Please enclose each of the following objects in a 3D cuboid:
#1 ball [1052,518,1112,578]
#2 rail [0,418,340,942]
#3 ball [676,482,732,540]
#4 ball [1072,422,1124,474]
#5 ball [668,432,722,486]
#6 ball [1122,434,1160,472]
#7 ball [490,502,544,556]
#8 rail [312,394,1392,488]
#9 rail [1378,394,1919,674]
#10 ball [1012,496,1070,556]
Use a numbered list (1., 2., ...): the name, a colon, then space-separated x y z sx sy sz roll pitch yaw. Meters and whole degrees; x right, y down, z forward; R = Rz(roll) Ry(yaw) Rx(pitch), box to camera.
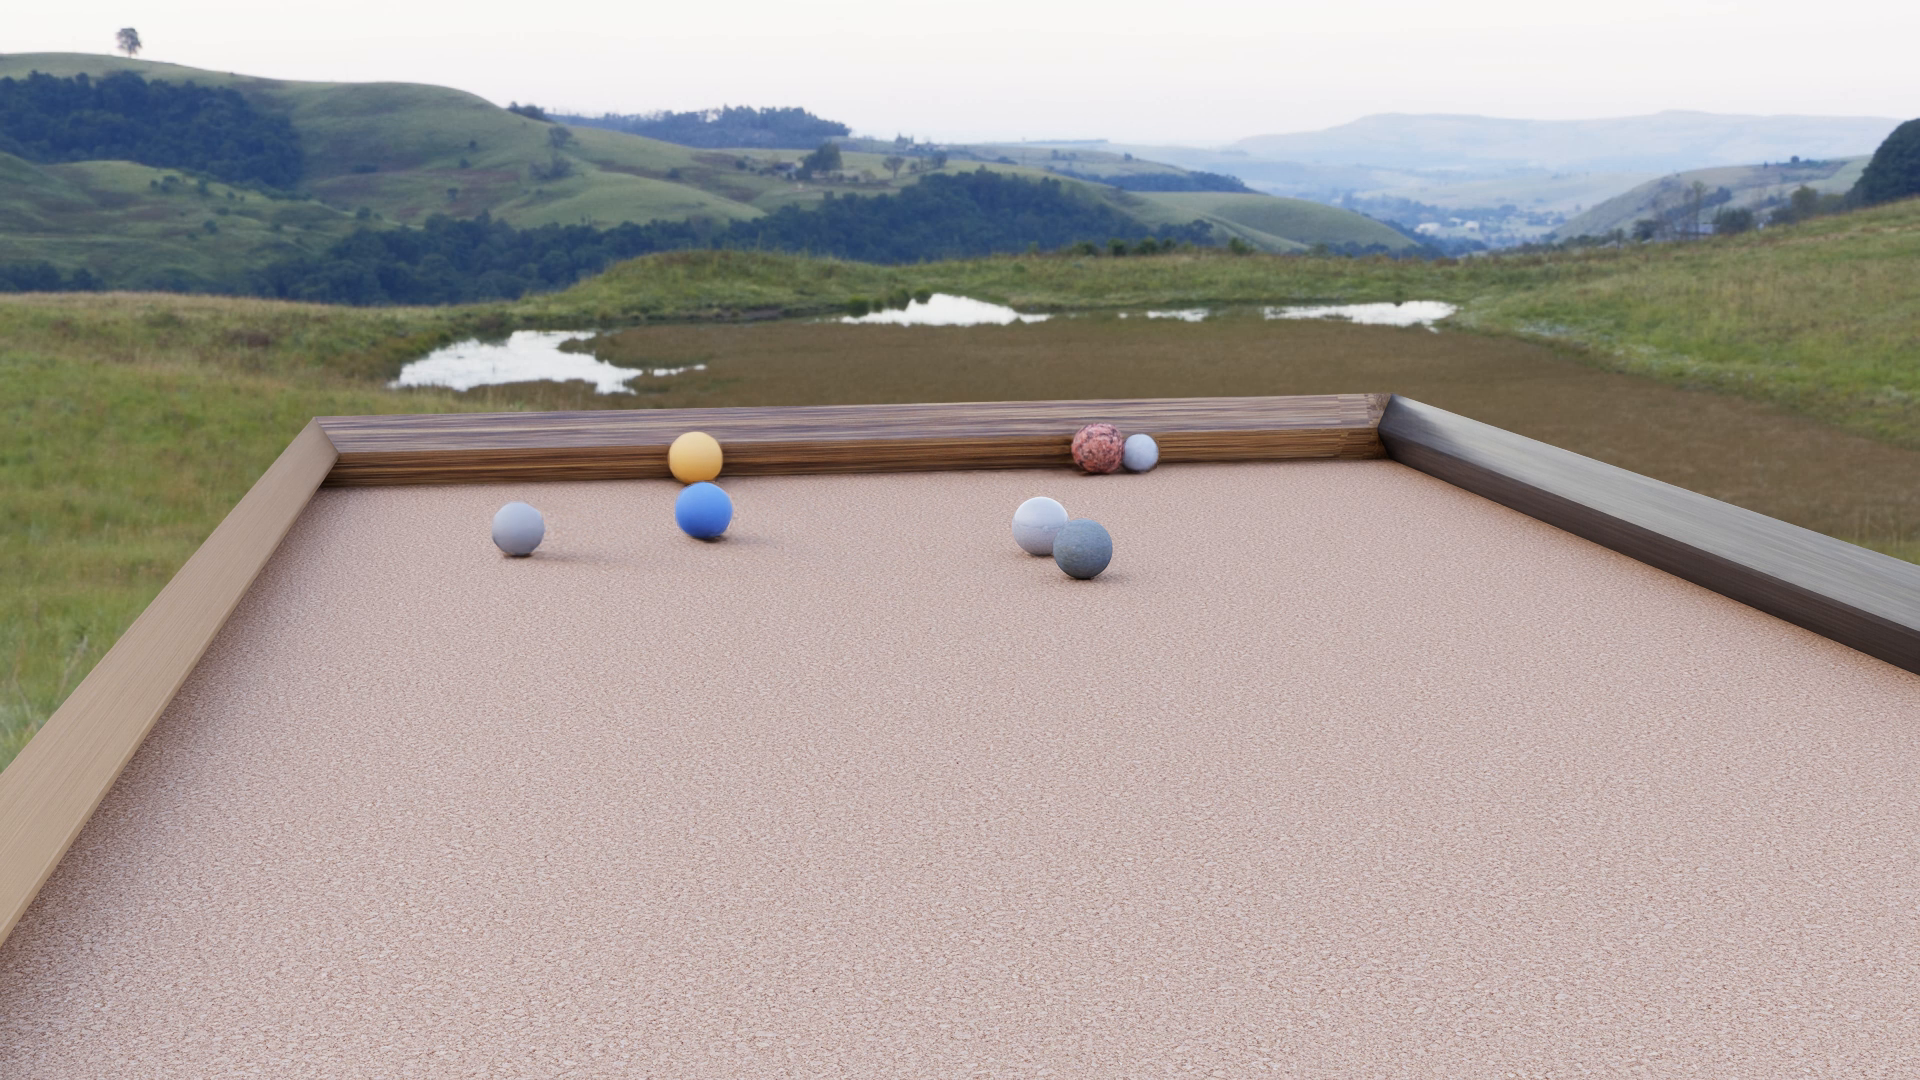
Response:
1. ball: 0.173 0.012 3.098 0.085 0.085 0.085 0 11 0
2. rail: -0.802 0.176 2.123 0.045 0.125 3.613 -2 11 -10
3. ball: -0.394 -0.045 3.393 0.087 0.087 0.087 0 11 0
4. ball: 0.252 -0.167 4.015 0.096 0.096 0.096 0 11 0
5. ball: -0.469 -0.144 3.893 0.096 0.096 0.096 0 11 0
6. ball: 0.331 -0.159 4.039 0.071 0.071 0.071 0 11 0
7. ball: -0.657 -0.016 3.264 0.079 0.079 0.079 0 11 0
8. rail: -0.151 -0.182 4.013 1.990 0.125 0.045 -2 11 -10
9. rail: 1.112 0.114 2.451 0.045 0.125 3.613 -2 11 -10
10. ball: 0.120 -0.020 3.264 0.087 0.087 0.087 0 11 0
